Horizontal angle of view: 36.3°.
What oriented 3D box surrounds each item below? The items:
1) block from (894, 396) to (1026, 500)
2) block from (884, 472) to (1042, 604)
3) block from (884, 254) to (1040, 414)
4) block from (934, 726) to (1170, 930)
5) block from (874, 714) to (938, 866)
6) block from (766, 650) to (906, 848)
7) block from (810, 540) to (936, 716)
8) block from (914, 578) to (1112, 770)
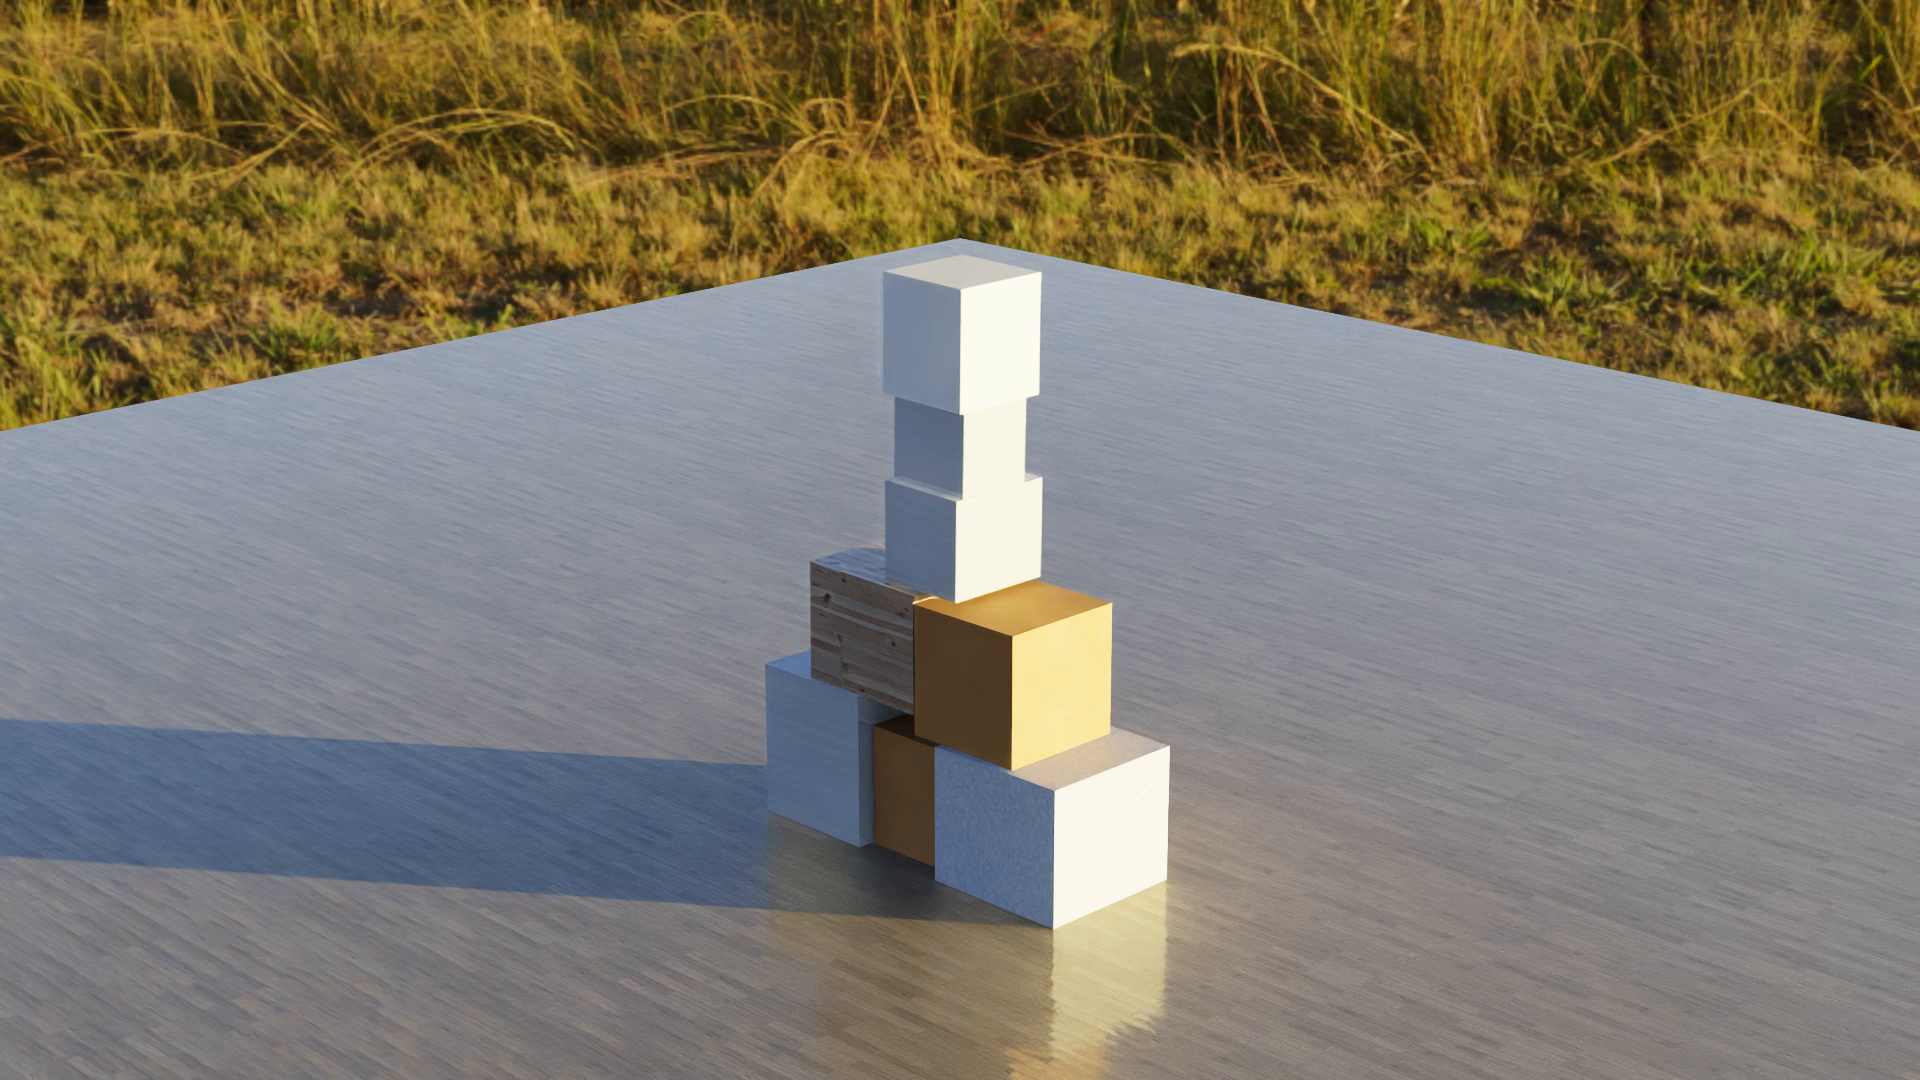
[{"bbox_3d":[-0.001,-0.462,13.169,0.390,0.402,0.439,-17,25,-42],"label":"block"},{"bbox_3d":[0.015,-0.052,13.325,0.548,0.474,0.456,-17,25,-42],"label":"block"},{"bbox_3d":[0.007,-0.919,13.024,0.496,0.558,0.487,-17,25,-42],"label":"block"},{"bbox_3d":[0.415,1.241,13.303,0.754,0.655,0.743,-17,24,-42],"label":"block"},{"bbox_3d":[-0.030,1.138,13.740,0.557,0.591,0.499,-17,24,-42],"label":"block"},{"bbox_3d":[-0.458,0.943,14.093,0.684,0.750,0.647,-17,24,-42],"label":"block"},{"bbox_3d":[-0.215,0.376,13.693,0.675,0.572,0.693,-17,25,-42],"label":"block"},{"bbox_3d":[0.238,0.585,13.254,0.642,0.627,0.616,-17,24,-42],"label":"block"}]
